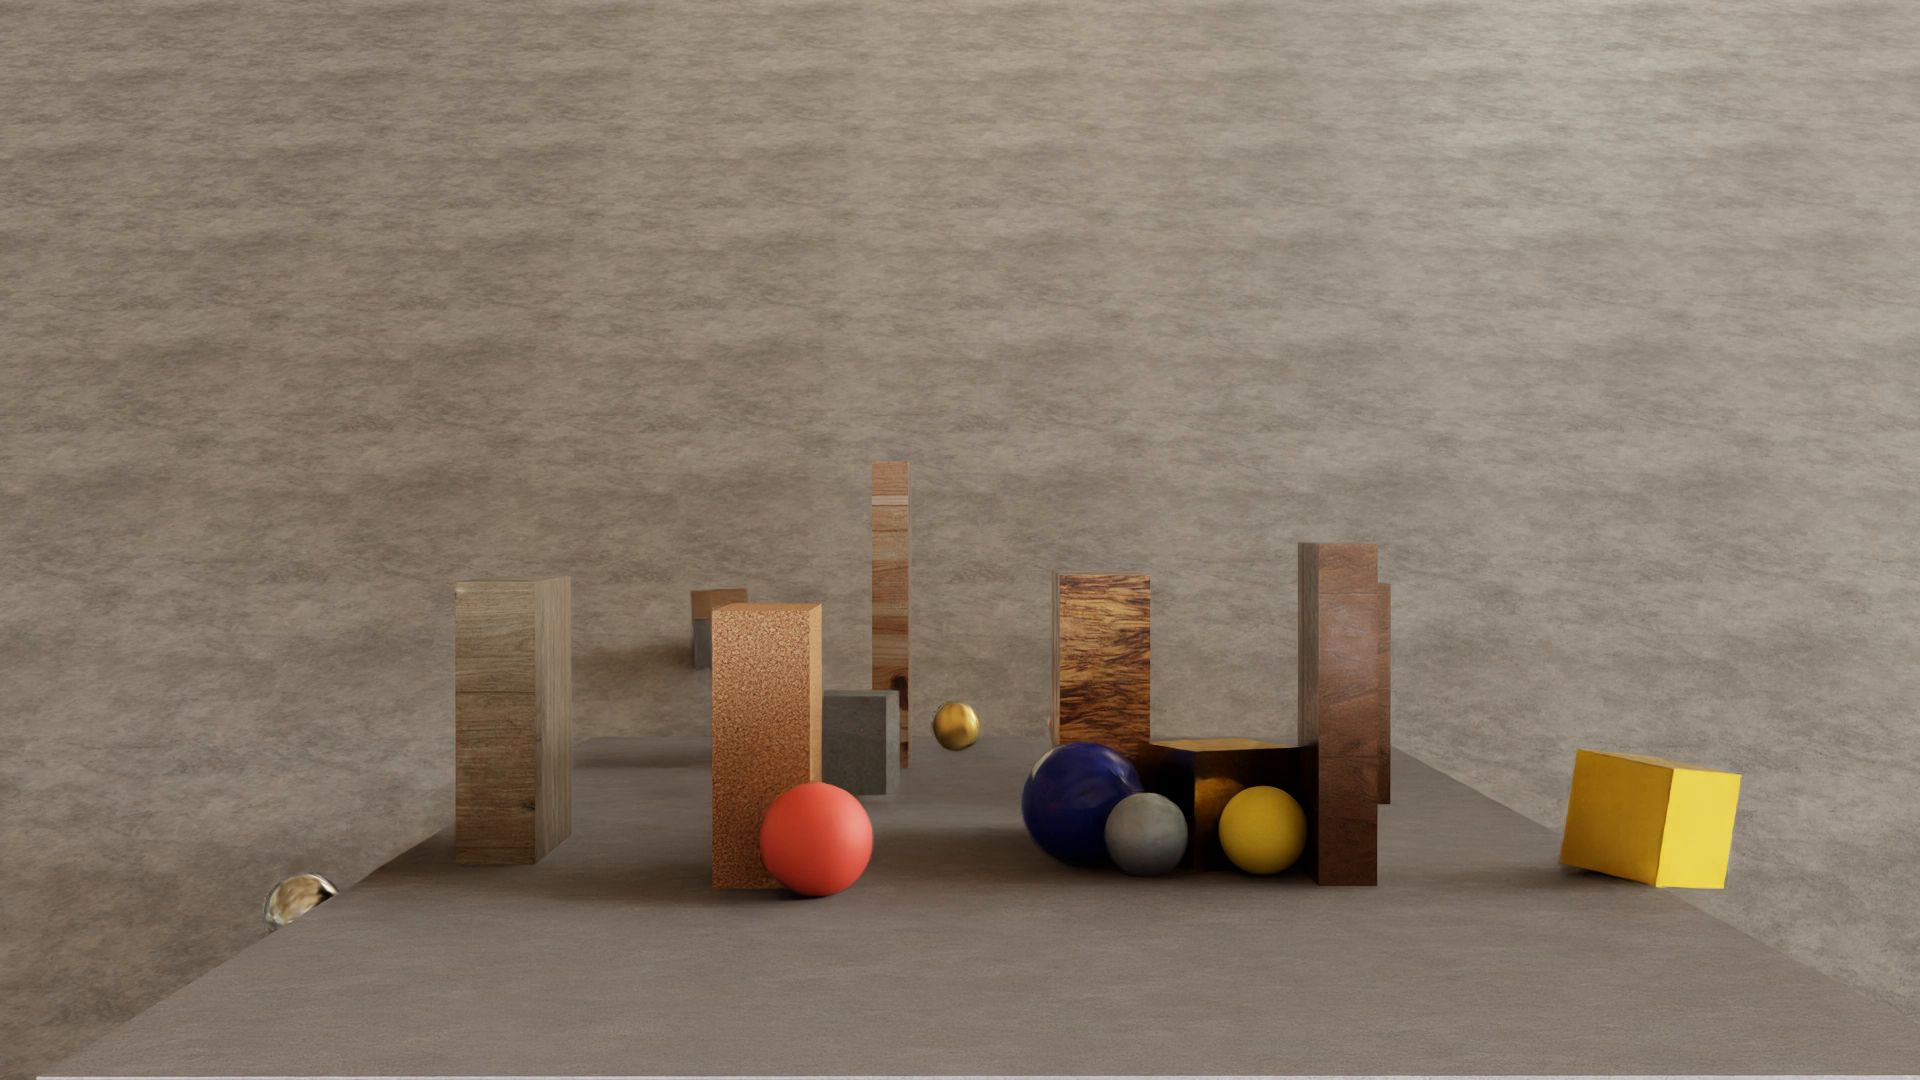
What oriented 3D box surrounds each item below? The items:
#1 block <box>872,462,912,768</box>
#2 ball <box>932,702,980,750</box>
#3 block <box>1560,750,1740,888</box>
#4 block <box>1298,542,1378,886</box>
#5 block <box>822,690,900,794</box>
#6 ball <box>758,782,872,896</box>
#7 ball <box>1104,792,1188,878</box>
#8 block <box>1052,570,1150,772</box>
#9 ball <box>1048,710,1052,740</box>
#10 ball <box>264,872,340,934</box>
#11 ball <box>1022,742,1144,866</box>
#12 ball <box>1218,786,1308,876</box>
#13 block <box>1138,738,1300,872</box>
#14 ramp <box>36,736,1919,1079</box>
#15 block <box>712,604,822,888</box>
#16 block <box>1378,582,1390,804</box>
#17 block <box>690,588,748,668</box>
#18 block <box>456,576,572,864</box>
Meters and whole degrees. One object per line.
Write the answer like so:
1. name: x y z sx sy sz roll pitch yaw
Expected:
1. block: -0.157 0.166 5.996 0.081 0.688 0.422 0 1 0
2. ball: -0.008 0.449 6.227 0.117 0.117 0.117 0 28 0
3. block: 1.090 0.440 4.081 0.181 0.181 0.181 8 1 -40
4. block: 0.593 0.267 4.074 0.090 0.523 0.245 0 1 0
5. block: -0.238 0.417 5.363 0.199 0.199 0.199 0 1 6
6. ball: -0.215 0.446 3.849 0.169 0.169 0.169 0 28 0
7. ball: 0.292 0.462 4.052 0.133 0.133 0.133 0 28 0
8. block: 0.241 0.290 4.481 0.150 0.468 0.390 0 1 0
9. ball: 0.293 0.418 5.839 0.187 0.187 0.187 0 28 0
10. ball: -1.109 0.631 4.372 0.135 0.135 0.135 0 28 0
11. ball: 0.201 0.427 4.187 0.201 0.201 0.201 0 28 0
12. ball: 0.478 0.458 4.073 0.141 0.141 0.141 0 28 0
13. block: 0.422 0.431 4.229 0.192 0.192 0.192 0 1 -24
14. ramp: 0.064 0.573 4.616 2.000 0.100 4.000 0 1 0
15. block: -0.303 0.317 4.102 0.149 0.422 0.340 0 1 0
16. block: 0.779 0.301 5.194 0.133 0.432 0.244 0 1 0
17. block: -0.658 0.242 7.123 0.155 0.155 0.155 -3 29 -6
18. block: -0.756 0.296 4.398 0.129 0.460 0.394 0 1 0
